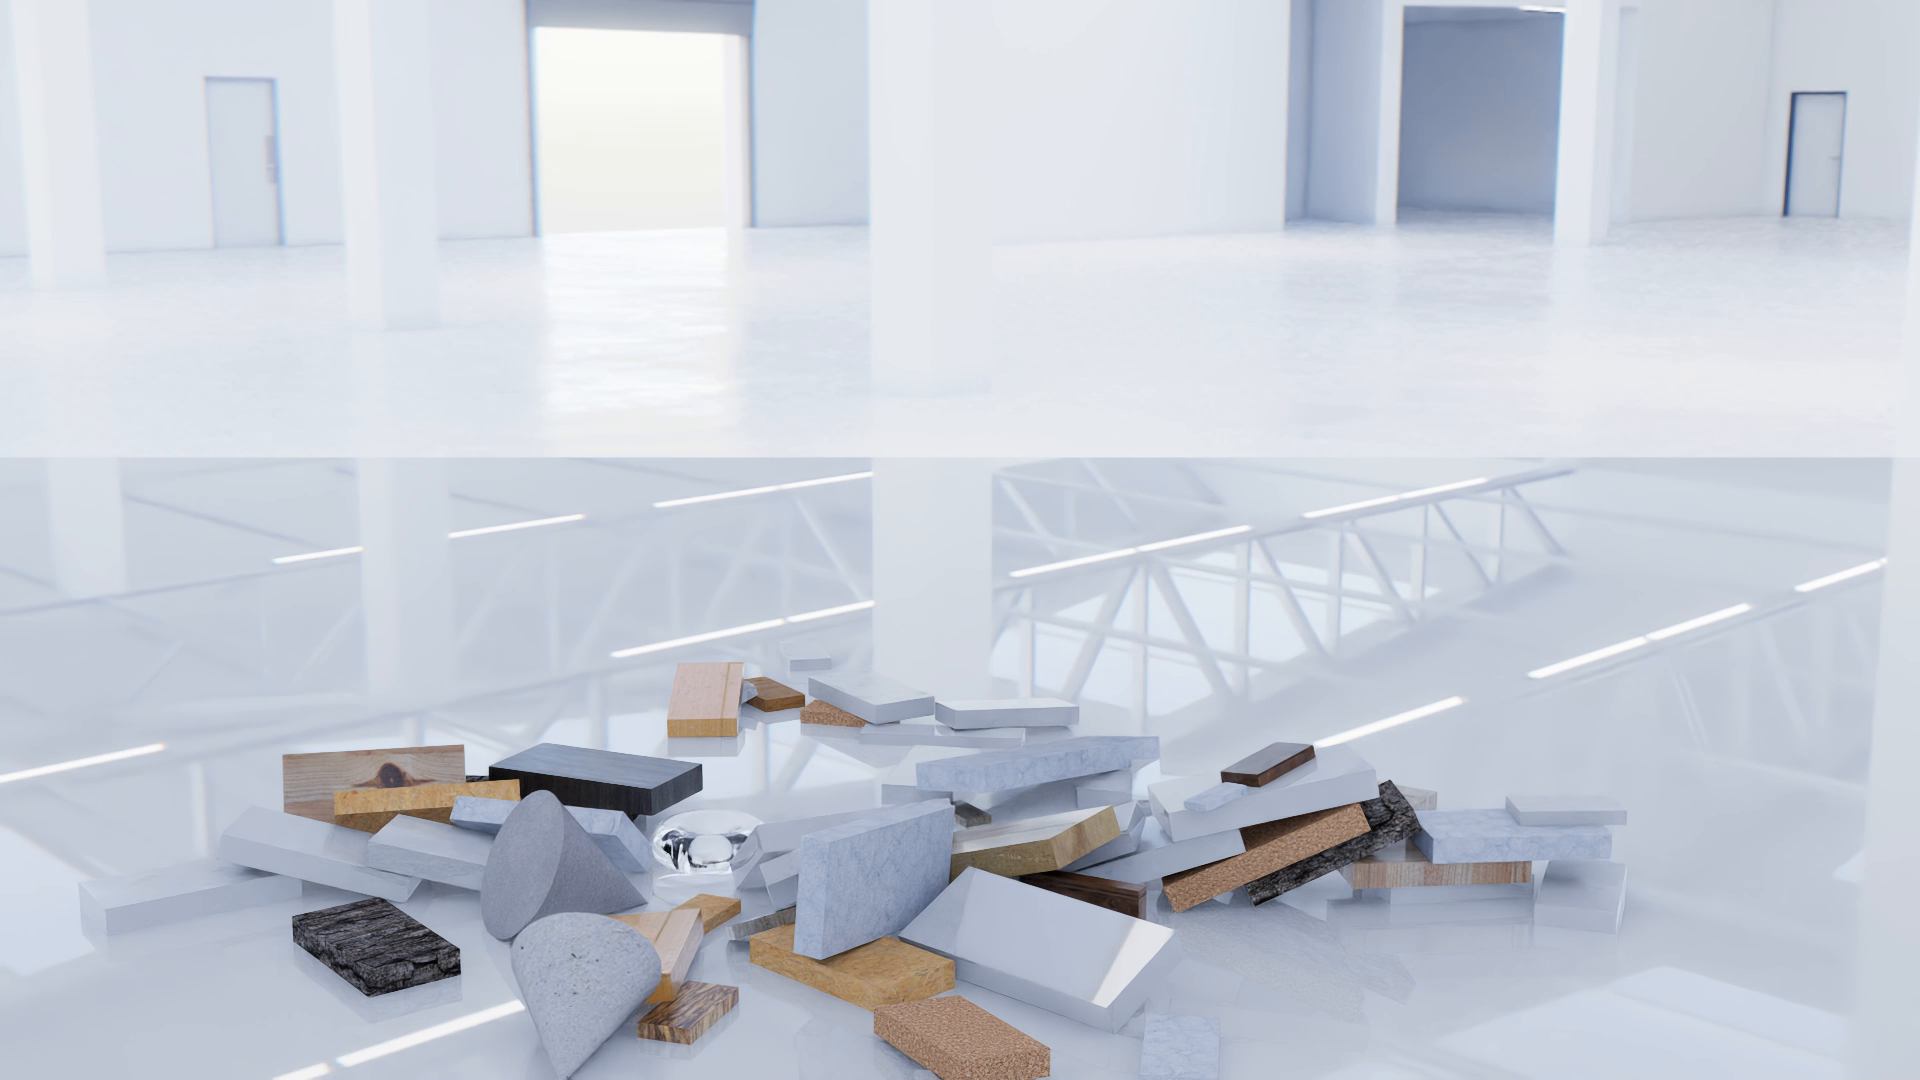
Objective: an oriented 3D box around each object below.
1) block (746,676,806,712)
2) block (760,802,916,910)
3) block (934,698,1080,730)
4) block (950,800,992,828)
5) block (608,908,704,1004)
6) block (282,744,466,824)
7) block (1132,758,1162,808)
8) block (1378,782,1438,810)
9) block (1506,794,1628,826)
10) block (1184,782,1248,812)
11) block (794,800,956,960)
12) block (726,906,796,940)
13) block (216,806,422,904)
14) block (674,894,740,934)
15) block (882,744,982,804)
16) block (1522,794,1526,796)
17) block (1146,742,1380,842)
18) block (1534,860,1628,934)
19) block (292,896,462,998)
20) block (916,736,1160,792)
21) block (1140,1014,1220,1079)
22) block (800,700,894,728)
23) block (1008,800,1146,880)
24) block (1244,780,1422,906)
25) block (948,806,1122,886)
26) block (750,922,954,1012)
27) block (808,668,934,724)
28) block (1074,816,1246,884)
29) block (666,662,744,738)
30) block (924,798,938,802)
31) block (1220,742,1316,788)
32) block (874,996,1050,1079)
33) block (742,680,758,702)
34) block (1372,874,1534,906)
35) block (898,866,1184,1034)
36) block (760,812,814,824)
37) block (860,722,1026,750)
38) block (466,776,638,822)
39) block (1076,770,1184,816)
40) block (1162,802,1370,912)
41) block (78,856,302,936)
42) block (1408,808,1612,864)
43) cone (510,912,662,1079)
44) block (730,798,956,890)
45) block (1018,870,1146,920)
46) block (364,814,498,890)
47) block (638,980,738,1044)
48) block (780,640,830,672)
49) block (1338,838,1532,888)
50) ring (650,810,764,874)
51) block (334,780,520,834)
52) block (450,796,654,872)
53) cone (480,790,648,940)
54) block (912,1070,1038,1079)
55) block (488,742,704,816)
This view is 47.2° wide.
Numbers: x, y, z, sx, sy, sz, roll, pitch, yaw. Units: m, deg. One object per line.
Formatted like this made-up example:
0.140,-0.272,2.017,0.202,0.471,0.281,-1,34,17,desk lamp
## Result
-0.435,0.344,4.917,0.097,0.028,0.194,-7,12,-31,block
-0.188,0.512,3.561,0.267,0.038,0.134,-21,-24,-9,block
0.099,0.368,4.678,0.276,0.039,0.138,0,4,-19,block
0.007,0.507,4.074,0.054,0.015,0.109,-6,12,-30,block
-0.481,0.625,3.297,0.148,0.042,0.295,-6,8,3,block
-1.047,0.455,3.946,0.315,0.158,0.045,-2,-8,-12,block
0.349,0.454,4.112,0.054,0.015,0.286,-2,9,4,block
0.769,0.501,4.052,0.126,0.036,0.252,7,13,35,block
1.014,0.452,3.682,0.178,0.025,0.089,0,11,-1,block
0.410,0.412,3.523,0.096,0.014,0.048,-18,12,-37,block
-0.127,0.515,3.365,0.050,0.176,0.352,8,7,31,block
-0.288,0.594,3.445,0.151,0.021,0.076,-15,-6,-16,block
-1.062,0.525,3.688,0.315,0.045,0.157,14,10,-3,block
-0.423,0.605,3.528,0.076,0.021,0.151,5,12,24,block
-0.051,0.458,4.274,0.138,0.039,0.276,2,11,12,block
1.053,0.509,4.037,0.089,0.025,0.178,6,12,28,block
0.494,0.412,3.610,0.344,0.049,0.172,-11,10,-5,block
1.023,0.582,3.617,0.126,0.036,0.252,4,11,20,block
-0.900,0.623,3.381,0.146,0.041,0.292,-8,13,-37,block
0.156,0.425,4.202,0.176,0.050,0.506,-4,-1,43,block
0.300,0.701,2.992,0.103,0.029,0.206,1,11,7,block
-0.237,0.376,4.746,0.194,0.028,0.097,3,11,15,block
0.169,0.510,3.627,0.267,0.038,0.134,-21,9,16,block
0.605,0.502,3.656,0.300,0.042,0.150,-25,12,2,block
0.069,0.501,3.557,0.349,0.049,0.175,-16,2,40,block
-0.164,0.635,3.311,0.295,0.042,0.148,10,15,44,block
-0.194,0.337,4.767,0.146,0.041,0.292,-7,12,-32,block
0.294,0.517,3.647,0.344,0.049,0.172,-17,9,5,block
-0.547,0.342,4.746,0.146,0.041,0.292,-1,21,-2,block
-0.093,0.498,3.831,0.080,0.023,0.160,-8,-26,-20,block
0.508,0.370,3.628,0.077,0.022,0.155,0,14,46,block
-0.001,0.681,2.993,0.134,0.038,0.267,-2,5,-27,block
-0.524,0.334,4.899,0.083,0.023,0.166,-29,23,-23,block
0.819,0.567,3.696,0.252,0.036,0.126,-2,11,-11,block
0.116,0.604,3.273,0.409,0.049,0.175,10,38,42,block
-0.249,0.525,3.959,0.230,0.023,0.080,4,11,22,block
-0.036,0.408,4.583,0.337,0.023,0.083,1,11,7,block
-0.775,0.489,4.077,0.349,0.049,0.175,1,11,5,block
0.376,0.479,4.123,0.279,0.039,0.138,3,10,30,block
0.498,0.500,3.638,0.344,0.049,0.172,-24,9,6,block
-1.267,0.576,3.624,0.315,0.045,0.157,-8,13,-35,block
0.912,0.490,3.662,0.300,0.042,0.150,-1,11,-5,block
-0.529,0.663,3.013,0.214,0.214,0.214,0,37,2,cone
-0.197,0.511,3.701,0.345,0.049,0.172,-5,-26,-25,block
0.191,0.579,3.447,0.206,0.103,0.029,6,12,28,block
-0.818,0.534,3.684,0.310,0.044,0.155,12,10,2,block
-0.388,0.675,3.147,0.081,0.023,0.163,4,11,18,block
-0.373,0.277,5.280,0.097,0.028,0.194,-2,11,-12,block
0.782,0.532,3.671,0.300,0.042,0.150,-1,11,-6,block
-0.434,0.525,3.830,0.210,0.070,0.210,1,11,0,ring
-0.930,0.485,3.849,0.310,0.044,0.155,-3,-33,-14,block
-0.698,0.503,3.765,0.310,0.044,0.155,3,-30,16,block
-0.604,0.556,3.555,0.243,0.243,0.243,25,-5,-34,cone
0.015,0.725,2.877,0.163,0.023,0.081,2,11,8,block
-0.673,0.440,4.068,0.352,0.050,0.176,5,12,24,block
